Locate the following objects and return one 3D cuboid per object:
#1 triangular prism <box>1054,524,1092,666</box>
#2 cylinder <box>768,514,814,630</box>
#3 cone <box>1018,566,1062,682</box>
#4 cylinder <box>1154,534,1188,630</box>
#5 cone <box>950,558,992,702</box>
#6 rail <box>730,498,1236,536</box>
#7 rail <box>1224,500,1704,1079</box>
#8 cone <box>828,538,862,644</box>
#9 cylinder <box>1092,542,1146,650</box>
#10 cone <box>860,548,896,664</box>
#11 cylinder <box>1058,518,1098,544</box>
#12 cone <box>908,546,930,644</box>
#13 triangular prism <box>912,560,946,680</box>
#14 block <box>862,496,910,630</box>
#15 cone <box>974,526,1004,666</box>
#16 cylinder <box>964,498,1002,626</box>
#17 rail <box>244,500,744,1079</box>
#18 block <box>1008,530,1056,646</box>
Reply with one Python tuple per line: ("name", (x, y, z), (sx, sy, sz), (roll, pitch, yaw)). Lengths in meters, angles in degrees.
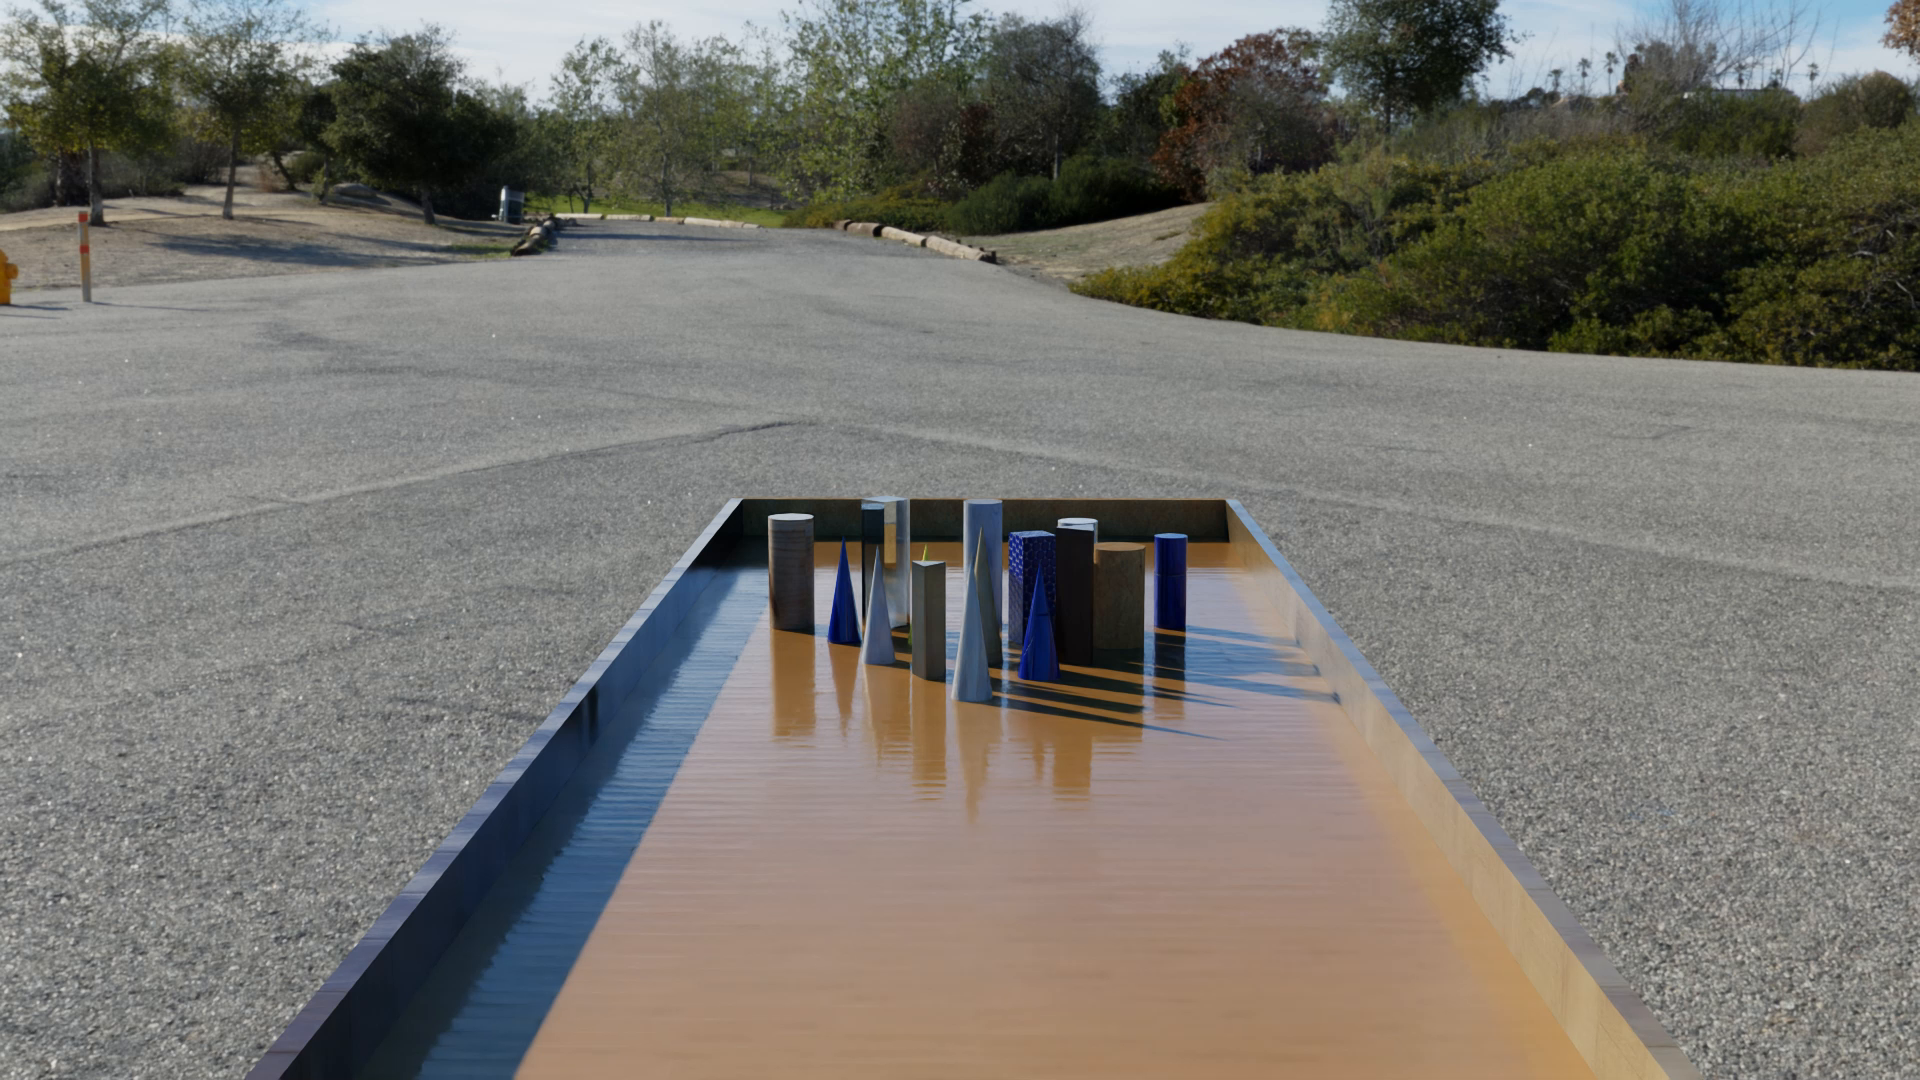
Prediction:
("triangular prism", (0.371, 0.163, 6.664), (0.128, 0.413, 0.111), (6, 11, 32))
("cylinder", (-0.551, 0.104, 7.193), (0.149, 0.363, 0.149), (0, 9, 0))
("cone", (0.234, 0.232, 6.450), (0.129, 0.343, 0.129), (0, 9, 0))
("cylinder", (0.689, 0.135, 7.198), (0.106, 0.301, 0.106), (0, 9, 0))
("cone", (0.033, 0.239, 6.175), (0.118, 0.415, 0.118), (0, 9, 0))
("rail", (0.099, -0.098, 9.147), (2.100, 0.150, 0.050), (0, 9, 1))
("rail", (1.046, 0.843, 3.208), (0.050, 0.150, 12.000), (0, 9, 1))
("cone", (-0.367, 0.151, 6.957), (0.111, 0.345, 0.111), (0, 9, 0))
("cylinder", (0.493, 0.174, 6.918), (0.175, 0.311, 0.175), (0, 9, 0))
("cone", (-0.248, 0.190, 6.657), (0.106, 0.361, 0.106), (0, 9, 0))
("cylinder", (0.384, 0.110, 7.193), (0.130, 0.350, 0.130), (0, 9, 0))
("cone", (-0.106, 0.165, 6.937), (0.121, 0.323, 0.121), (0, 9, 0))
("triangular prism", (-0.106, 0.232, 6.465), (0.085, 0.338, 0.098), (7, 11, 37))
("block", (-0.243, 0.073, 7.202), (0.112, 0.421, 0.112), (-9, 12, -43))
("cone", (0.066, 0.156, 6.647), (0.132, 0.432, 0.132), (0, 9, 0))
("cylinder", (0.075, 0.077, 7.213), (0.128, 0.411, 0.128), (0, 9, 0))
("rail", (-1.004, 0.839, 3.234), (0.050, 0.150, 12.000), (0, 9, 1))
("block", (0.229, 0.151, 6.953), (0.115, 0.345, 0.115), (-3, 10, -21))
